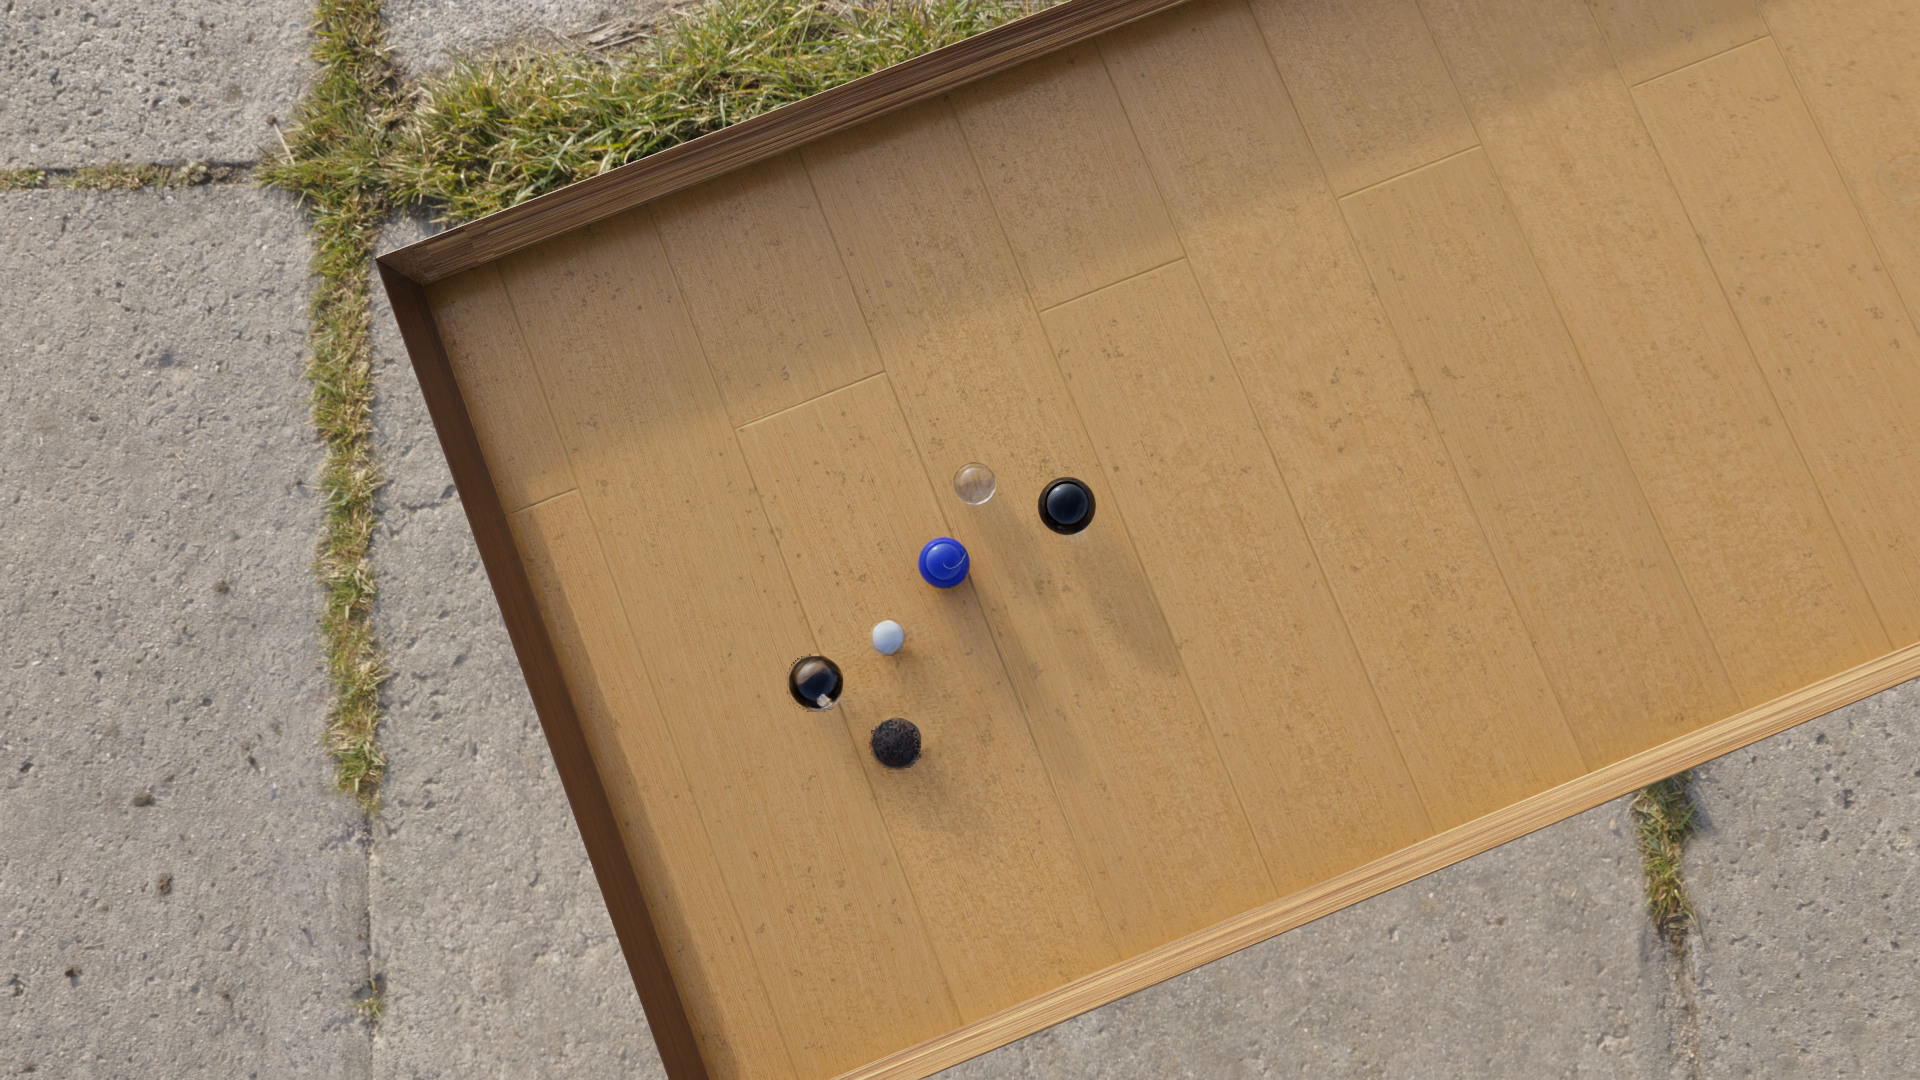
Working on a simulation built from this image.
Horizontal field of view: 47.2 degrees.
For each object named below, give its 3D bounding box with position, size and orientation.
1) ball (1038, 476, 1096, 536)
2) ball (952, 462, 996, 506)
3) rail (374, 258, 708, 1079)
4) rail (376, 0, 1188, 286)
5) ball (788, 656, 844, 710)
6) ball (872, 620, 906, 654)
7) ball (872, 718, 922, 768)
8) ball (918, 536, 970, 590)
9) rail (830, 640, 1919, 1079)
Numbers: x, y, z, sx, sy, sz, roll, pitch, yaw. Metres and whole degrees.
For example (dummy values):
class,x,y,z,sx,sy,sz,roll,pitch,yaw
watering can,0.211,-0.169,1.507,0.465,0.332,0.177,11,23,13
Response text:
class,x,y,z,sx,sy,sz,roll,pitch,yaw
ball,0.160,-0.051,3.291,0.088,0.088,0.088,0,79,0
ball,0.022,-0.085,3.308,0.066,0.066,0.066,0,79,0
rail,-0.596,0.226,3.224,0.045,0.114,1.415,-21,80,-4
rail,0.368,-0.868,3.430,2.658,0.114,0.045,-21,80,-4
ball,-0.212,0.210,3.245,0.081,0.081,0.081,0,79,0
ball,-0.107,0.145,3.273,0.050,0.050,0.050,0,79,0
ball,-0.093,0.298,3.232,0.074,0.074,0.074,0,79,0
ball,-0.024,0.034,3.280,0.078,0.078,0.078,0,79,0
rail,0.869,0.382,3.195,2.658,0.114,0.045,-21,80,-4
